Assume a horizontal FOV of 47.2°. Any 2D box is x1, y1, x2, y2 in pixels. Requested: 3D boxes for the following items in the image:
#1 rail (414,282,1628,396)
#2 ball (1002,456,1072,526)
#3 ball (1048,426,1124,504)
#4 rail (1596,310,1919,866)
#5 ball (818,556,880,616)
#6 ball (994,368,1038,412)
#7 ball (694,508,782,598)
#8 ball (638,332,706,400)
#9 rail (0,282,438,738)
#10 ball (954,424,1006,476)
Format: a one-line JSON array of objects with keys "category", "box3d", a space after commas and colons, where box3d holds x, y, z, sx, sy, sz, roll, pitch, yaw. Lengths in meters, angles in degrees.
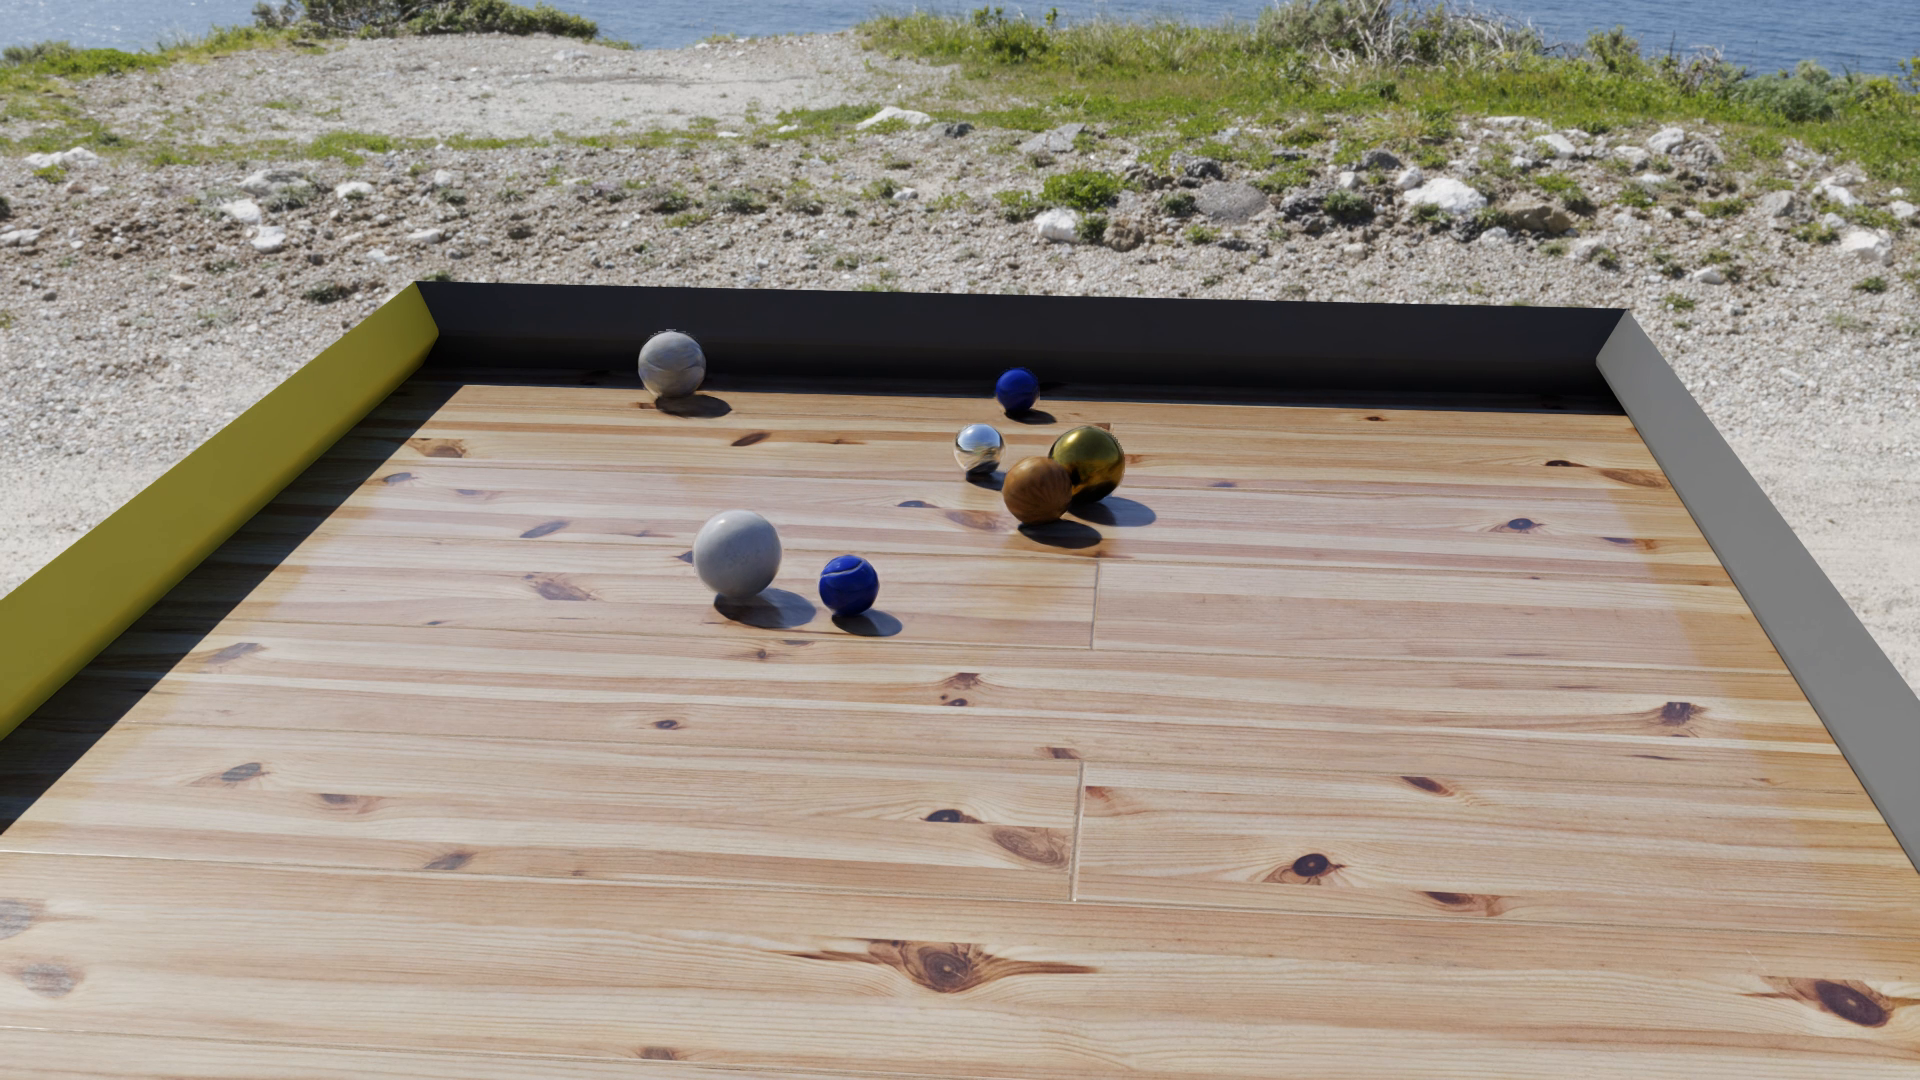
[{"category": "rail", "box3d": [0.063, -0.276, 3.063, 1.695, 0.123, 0.045, 2, 21, 5]}, {"category": "ball", "box3d": [0.090, -0.057, 2.553, 0.082, 0.082, 0.082, 0, 21, 0]}, {"category": "ball", "box3d": [0.149, -0.089, 2.624, 0.091, 0.091, 0.091, 0, 21, 0]}, {"category": "rail", "box3d": [0.755, 0.264, 1.652, 0.045, 0.123, 2.933, 2, 21, 5]}, {"category": "ball", "box3d": [-0.116, 0.048, 2.303, 0.064, 0.064, 0.064, 0, 21, 0]}, {"category": "ball", "box3d": [0.076, -0.201, 2.959, 0.059, 0.059, 0.059, 0, 21, 0]}, {"category": "ball", "box3d": [-0.237, 0.014, 2.348, 0.095, 0.095, 0.095, 0, 21, 0]}, {"category": "ball", "box3d": [-0.394, -0.239, 3.010, 0.094, 0.094, 0.094, 0, 21, 0]}, {"category": "rail", "box3d": [-0.886, 0.212, 1.790, 0.045, 0.123, 2.933, 2, 21, 5]}, {"category": "ball", "box3d": [0.024, -0.112, 2.721, 0.064, 0.064, 0.064, 0, 21, 0]}]
